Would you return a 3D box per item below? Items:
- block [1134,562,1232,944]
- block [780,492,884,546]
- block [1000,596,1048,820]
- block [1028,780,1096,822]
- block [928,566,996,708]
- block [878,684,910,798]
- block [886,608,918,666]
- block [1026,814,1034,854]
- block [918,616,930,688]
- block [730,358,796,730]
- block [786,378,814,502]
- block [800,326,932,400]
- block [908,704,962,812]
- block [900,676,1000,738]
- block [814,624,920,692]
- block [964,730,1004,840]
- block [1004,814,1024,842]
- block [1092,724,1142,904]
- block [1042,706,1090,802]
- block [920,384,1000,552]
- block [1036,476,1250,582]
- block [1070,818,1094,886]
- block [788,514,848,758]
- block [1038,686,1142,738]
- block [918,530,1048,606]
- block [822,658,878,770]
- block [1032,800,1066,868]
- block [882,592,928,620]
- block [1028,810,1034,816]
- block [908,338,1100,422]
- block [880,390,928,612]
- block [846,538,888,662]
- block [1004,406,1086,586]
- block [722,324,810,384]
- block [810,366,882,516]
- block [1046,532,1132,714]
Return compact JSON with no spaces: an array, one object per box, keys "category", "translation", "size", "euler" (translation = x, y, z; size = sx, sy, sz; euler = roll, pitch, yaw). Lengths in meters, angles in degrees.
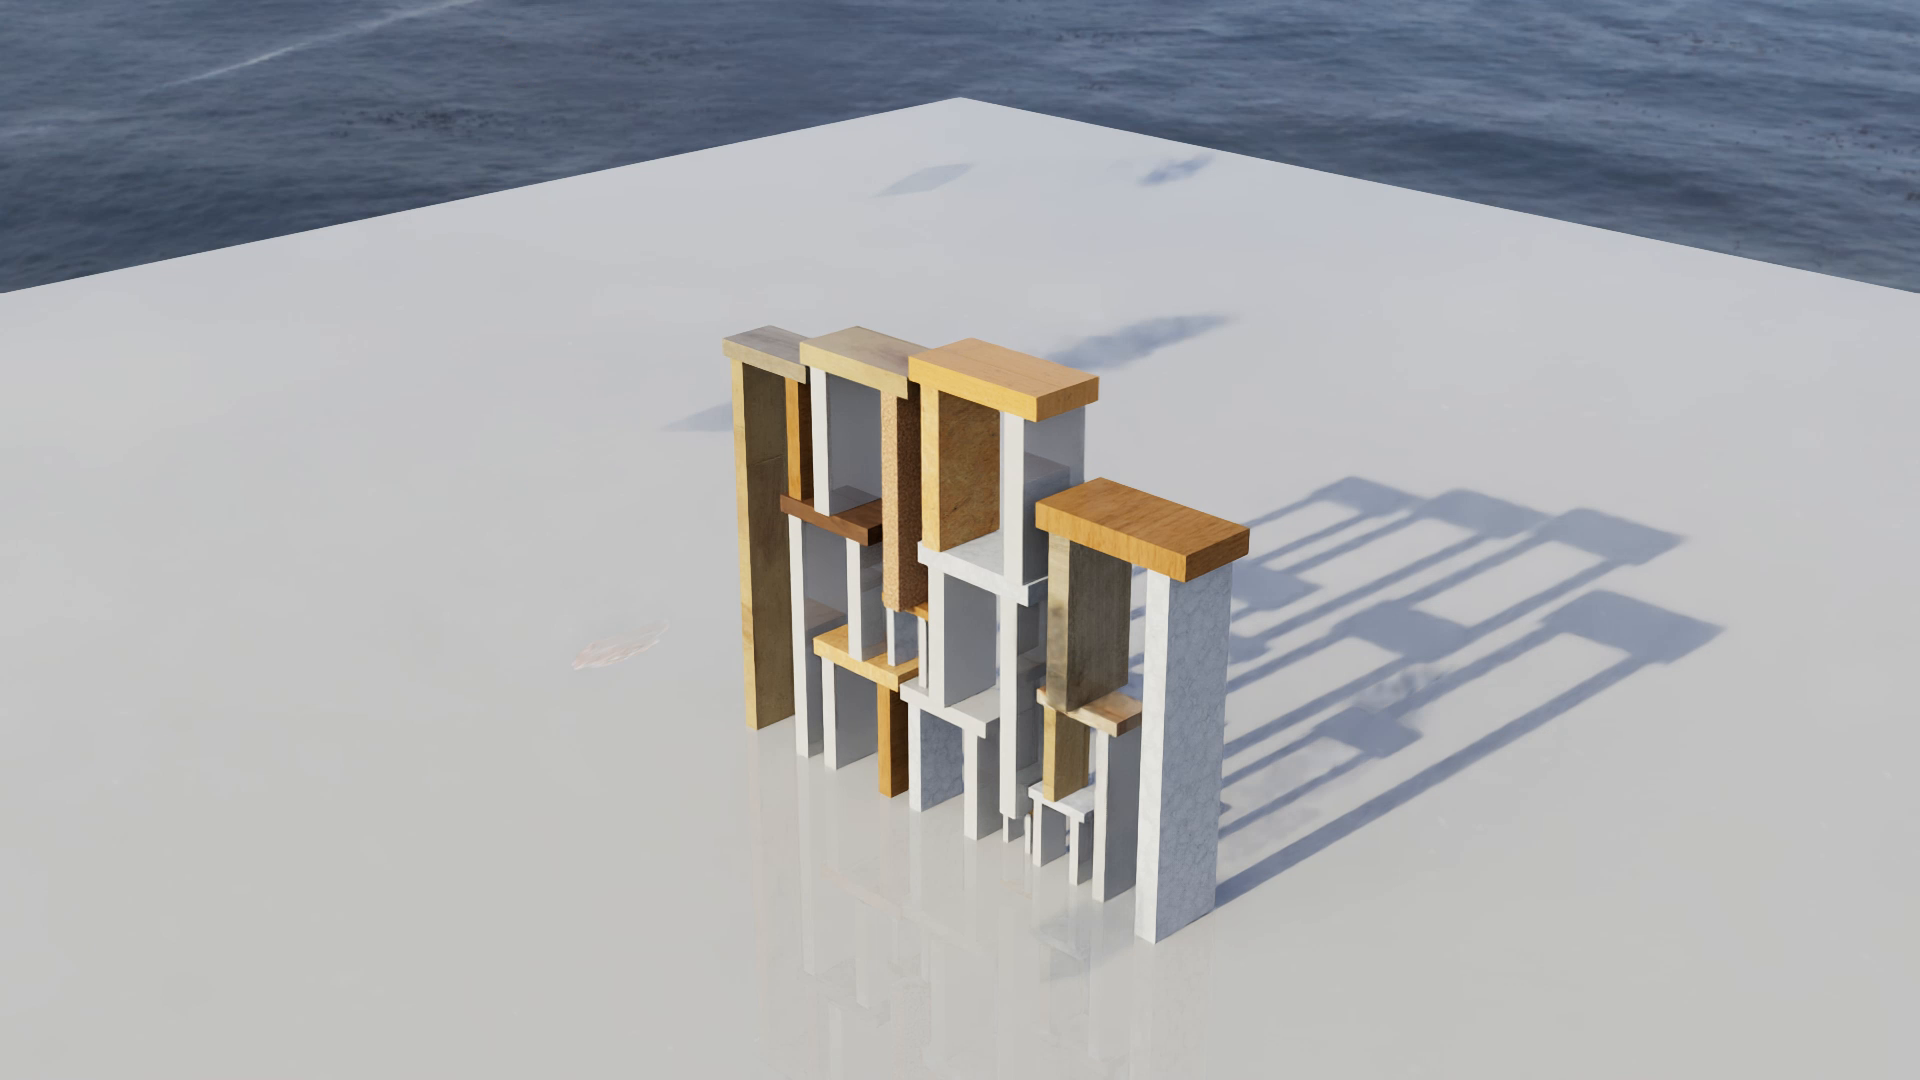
[{"category":"block","translation":[0.400,0.370,3.948],"size":[0.049,0.734,0.173],"euler":[21,31,41]},{"category":"block","translation":[-0.227,-0.058,4.443],"size":[0.262,0.037,0.131],"euler":[21,31,41]},{"category":"block","translation":[0.143,0.300,4.201],"size":[0.146,0.460,0.041],"euler":[-21,31,-40]},{"category":"block","translation":[0.208,0.494,4.204],"size":[0.143,0.020,0.072],"euler":[21,31,41]},{"category":"block","translation":[0.006,0.169,4.295],"size":[0.041,0.292,0.146],"euler":[21,31,41]},{"category":"block","translation":[-0.110,0.392,4.515],"size":[0.036,0.252,0.126],"euler":[21,31,41]},{"category":"block","translation":[-0.115,0.181,4.425],"size":[0.019,0.135,0.067],"euler":[21,31,41]},{"category":"block","translation":[0.148,0.567,4.310],"size":[0.045,0.090,0.013],"euler":[-21,31,-41]},{"category":"block","translation":[-0.051,0.214,4.368],"size":[0.019,0.151,0.068],"euler":[22,31,40]},{"category":"block","translation":[-0.409,0.004,4.673],"size":[0.036,0.842,0.128],"euler":[21,31,41]},{"category":"block","translation":[-0.289,-0.219,4.447],"size":[0.036,0.256,0.128],"euler":[21,31,41]},{"category":"block","translation":[-0.152,-0.345,4.239],"size":[0.152,0.043,0.303],"euler":[-21,31,-41]},{"category":"block","translation":[-0.049,0.422,4.461],"size":[0.034,0.238,0.119],"euler":[21,31,41]},{"category":"block","translation":[0.007,0.319,4.357],"size":[0.238,0.034,0.119],"euler":[21,31,41]},{"category":"block","translation":[-0.169,0.236,4.514],"size":[0.252,0.036,0.126],"euler":[21,31,41]},{"category":"block","translation":[0.063,0.466,4.358],"size":[0.034,0.238,0.119],"euler":[21,31,41]},{"category":"block","translation":[0.106,0.550,4.349],"size":[0.045,0.090,0.013],"euler":[-21,31,-41]},{"category":"block","translation":[0.295,0.502,4.117],"size":[0.028,0.360,0.099],"euler":[21,31,41]},{"category":"block","translation":[0.203,0.390,4.171],"size":[0.028,0.197,0.099],"euler":[21,31,41]},{"category":"block","translation":[0.002,-0.154,4.162],"size":[0.163,0.326,0.046],"euler":[-21,31,-40]},{"category":"block","translation":[0.318,-0.022,3.870],"size":[0.346,0.049,0.173],"euler":[21,31,41]},{"category":"block","translation":[0.242,0.583,4.204],"size":[0.020,0.143,0.072],"euler":[21,31,41]},{"category":"block","translation":[-0.289,0.188,4.615],"size":[0.037,0.550,0.131],"euler":[21,31,41]},{"category":"block","translation":[0.249,0.305,4.084],"size":[0.197,0.028,0.099],"euler":[21,31,41]},{"category":"block","translation":[0.073,0.043,4.166],"size":[0.146,0.041,0.292],"euler":[-21,31,-40]},{"category":"block","translation":[-0.229,0.345,4.625],"size":[0.036,0.252,0.126],"euler":[21,31,41]},{"category":"block","translation":[0.174,0.556,4.266],"size":[0.020,0.143,0.072],"euler":[21,31,41]},{"category":"block","translation":[-0.084,0.122,4.366],"size":[0.067,0.019,0.135],"euler":[-21,31,-40]},{"category":"block","translation":[0.127,0.511,4.310],"size":[0.045,0.013,0.090],"euler":[-22,31,-40]},{"category":"block","translation":[0.078,-0.296,4.018],"size":[0.163,0.046,0.326],"euler":[-21,31,-40]},{"category":"block","translation":[-0.080,-0.091,4.270],"size":[0.152,0.448,0.043],"euler":[-21,31,-40]},{"category":"block","translation":[-0.166,0.103,4.445],"size":[0.037,0.262,0.131],"euler":[21,31,41]},{"category":"block","translation":[0.154,-0.094,4.019],"size":[0.163,0.326,0.046],"euler":[-21,31,-40]},{"category":"block","translation":[-0.349,-0.377,4.446],"size":[0.128,0.036,0.256],"euler":[-22,31,-40]},{"category":"block","translation":[-0.222,-0.213,4.372],"size":[0.152,0.303,0.043],"euler":[-21,31,-41]},{"category":"block","translation":[0.237,0.128,4.022],"size":[0.049,0.346,0.173],"euler":[21,31,40]}]
